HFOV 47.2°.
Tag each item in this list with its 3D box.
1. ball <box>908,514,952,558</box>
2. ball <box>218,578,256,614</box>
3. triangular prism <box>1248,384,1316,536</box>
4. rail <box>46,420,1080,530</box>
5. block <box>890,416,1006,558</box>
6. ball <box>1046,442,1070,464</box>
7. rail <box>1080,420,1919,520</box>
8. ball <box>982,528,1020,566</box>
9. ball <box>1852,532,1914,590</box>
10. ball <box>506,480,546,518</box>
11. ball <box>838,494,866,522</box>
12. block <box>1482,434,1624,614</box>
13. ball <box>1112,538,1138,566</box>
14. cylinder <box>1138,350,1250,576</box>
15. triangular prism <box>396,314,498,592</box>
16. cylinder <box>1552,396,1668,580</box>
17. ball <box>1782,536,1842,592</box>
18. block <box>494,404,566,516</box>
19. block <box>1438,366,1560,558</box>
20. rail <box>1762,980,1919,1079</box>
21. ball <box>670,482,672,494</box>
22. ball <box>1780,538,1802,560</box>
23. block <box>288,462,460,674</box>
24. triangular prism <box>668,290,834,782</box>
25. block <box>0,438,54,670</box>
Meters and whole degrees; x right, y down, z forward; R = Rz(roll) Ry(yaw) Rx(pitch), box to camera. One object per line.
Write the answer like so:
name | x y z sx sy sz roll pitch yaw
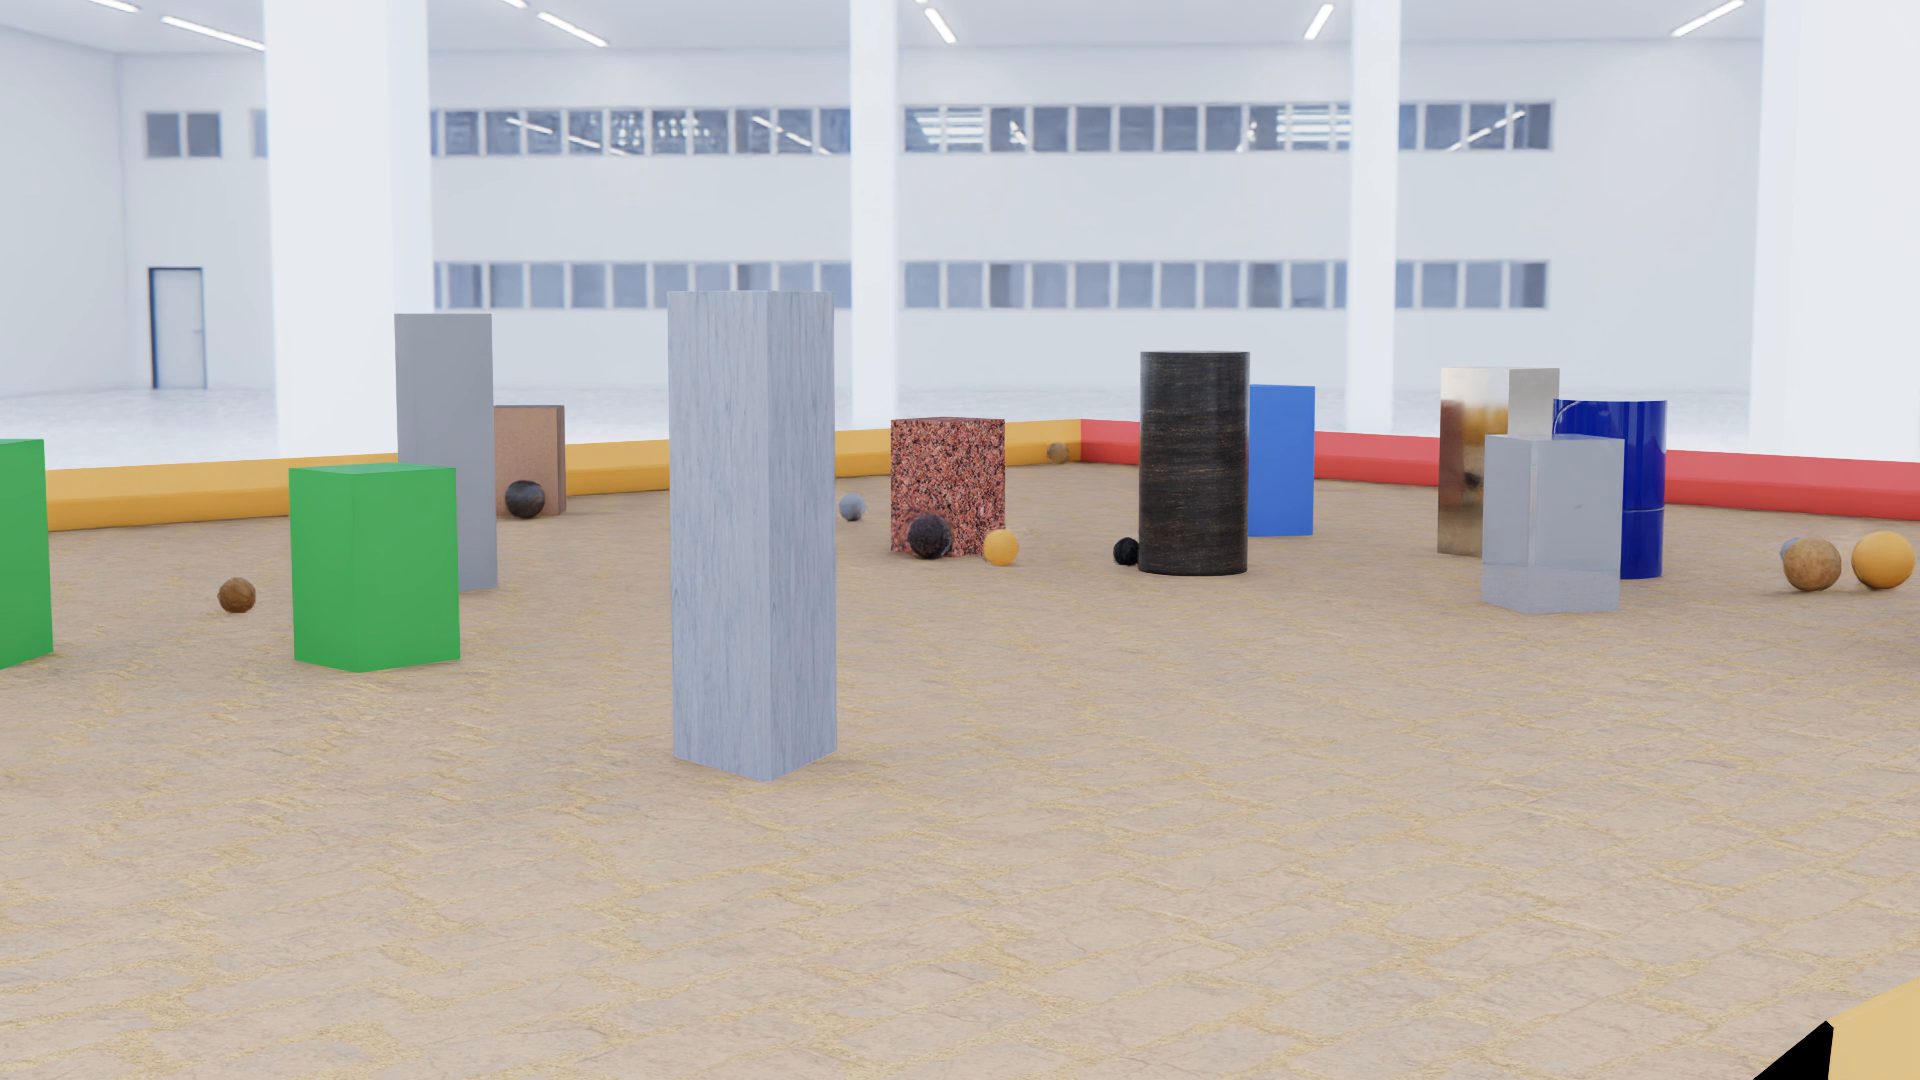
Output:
ball | -0.053 -0.007 3.886 0.079 0.079 0.079 0 6 0
ball | -1.049 0.081 3.191 0.053 0.053 0.053 0 6 0
triangular prism | 0.596 -0.159 4.323 0.159 0.290 0.138 -1 6 -12
rail | -1.333 -0.122 4.769 4.617 0.119 0.045 -6 8 -42
block | -0.022 -0.099 3.999 0.147 0.240 0.147 5 8 40
ball | 0.275 -0.244 6.188 0.064 0.064 0.064 0 6 0
rail | 1.679 -0.133 4.873 0.045 0.119 3.978 -6 8 -42
ball | 0.070 0.012 3.787 0.063 0.063 0.063 0 6 0
ball | 1.452 0.032 3.461 0.092 0.092 0.092 0 6 0
ball | -0.914 -0.087 4.627 0.082 0.082 0.082 0 6 0
ball | -0.223 -0.068 4.562 0.058 0.058 0.058 0 6 0
block | 0.879 -0.027 3.268 0.147 0.251 0.147 -1 6 -13
ball | 0.287 0.020 3.771 0.050 0.050 0.050 0 6 0
cylinder | 0.394 -0.133 3.705 0.184 0.368 0.184 0 6 0
triangular prism | -0.839 -0.139 3.457 0.138 0.433 0.159 5 8 39
cylinder | 1.080 -0.090 3.669 0.184 0.291 0.184 0 6 0
ball | 1.329 0.038 3.429 0.086 0.086 0.086 0 6 0
block | -0.934 -0.173 4.744 0.147 0.229 0.147 0 6 -4
block | 0.967 -0.142 3.951 0.147 0.334 0.147 -5 8 -39
rail | 1.333 0.184 1.896 4.617 0.119 0.045 -6 8 -42
ball | -0.610 -0.116 4.919 0.078 0.078 0.078 0 6 0
ball | 1.422 0.023 3.738 0.053 0.053 0.053 0 6 0
block | -0.736 0.030 2.767 0.147 0.243 0.147 6 8 43
triangular prism | -0.180 -0.012 2.146 0.138 0.459 0.159 -5 8 -40
block | -1.248 0.015 2.757 0.147 0.275 0.147 0 6 3
